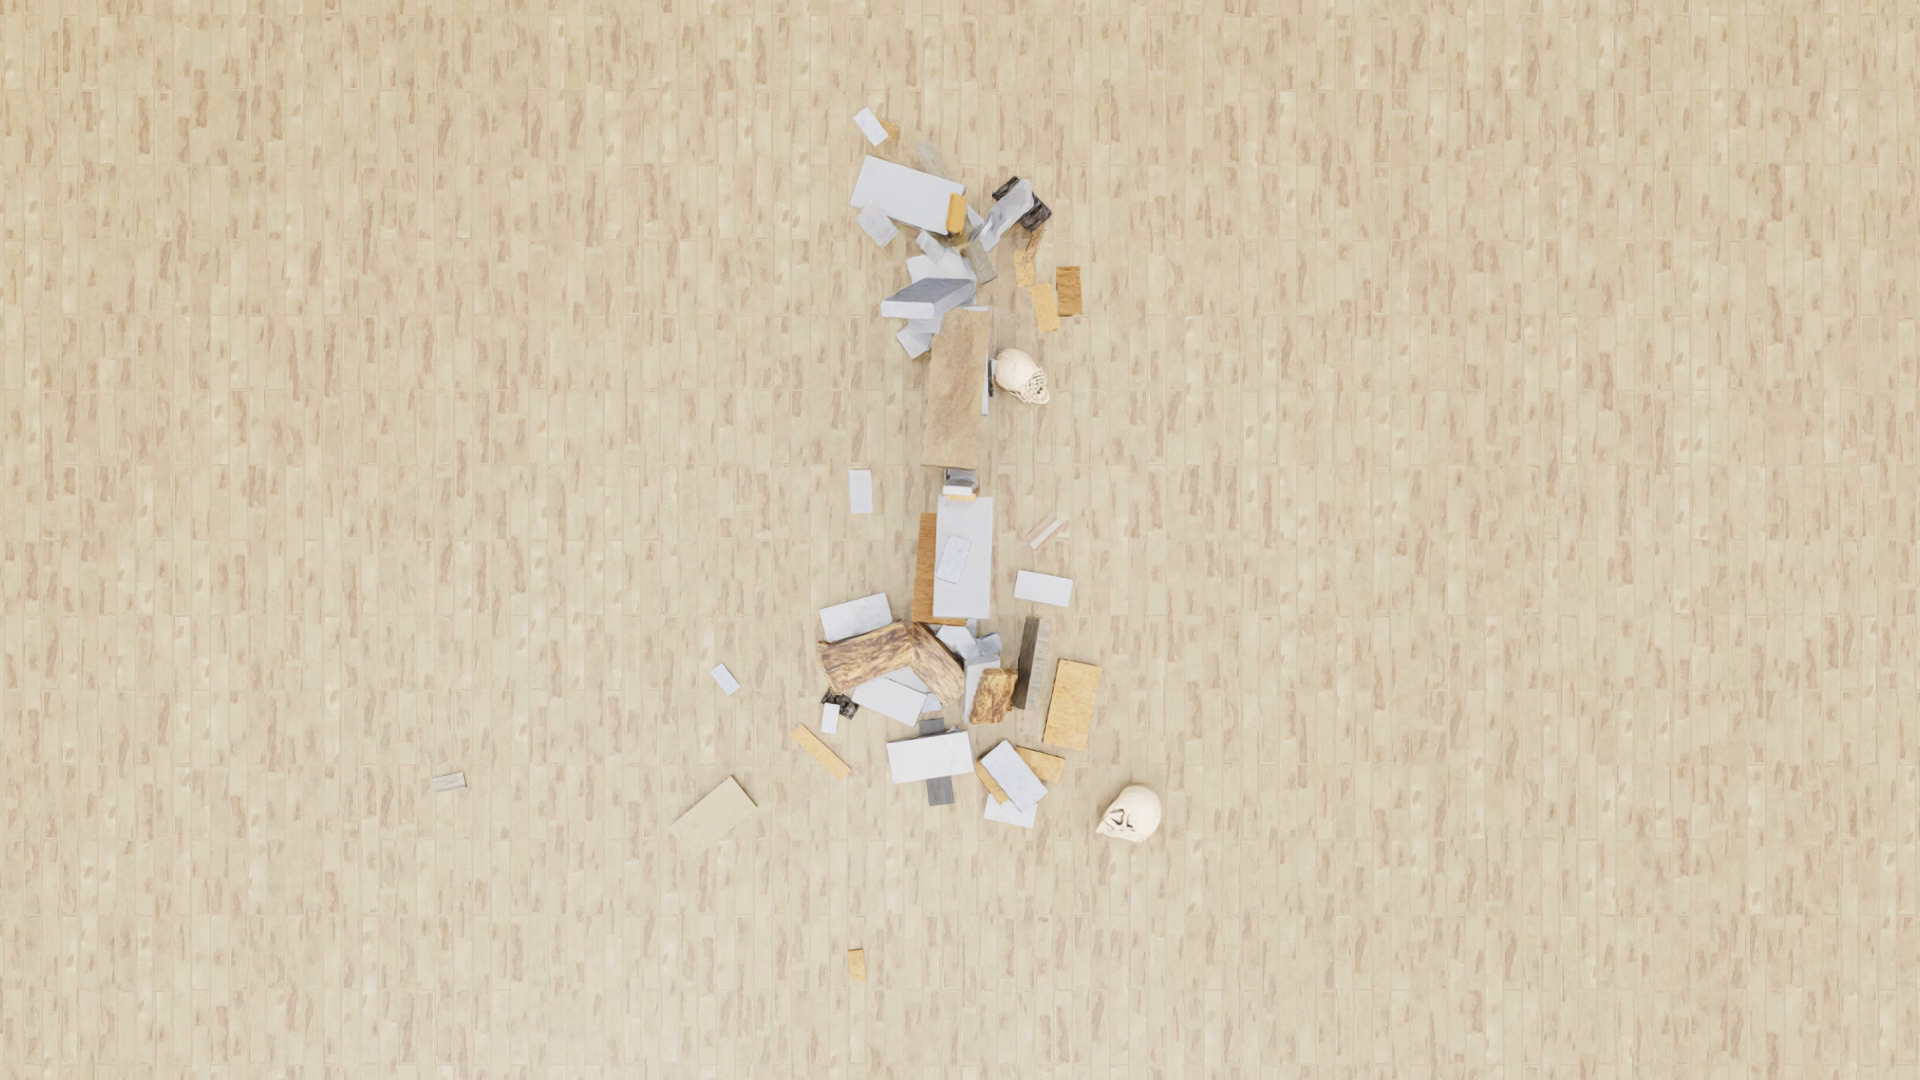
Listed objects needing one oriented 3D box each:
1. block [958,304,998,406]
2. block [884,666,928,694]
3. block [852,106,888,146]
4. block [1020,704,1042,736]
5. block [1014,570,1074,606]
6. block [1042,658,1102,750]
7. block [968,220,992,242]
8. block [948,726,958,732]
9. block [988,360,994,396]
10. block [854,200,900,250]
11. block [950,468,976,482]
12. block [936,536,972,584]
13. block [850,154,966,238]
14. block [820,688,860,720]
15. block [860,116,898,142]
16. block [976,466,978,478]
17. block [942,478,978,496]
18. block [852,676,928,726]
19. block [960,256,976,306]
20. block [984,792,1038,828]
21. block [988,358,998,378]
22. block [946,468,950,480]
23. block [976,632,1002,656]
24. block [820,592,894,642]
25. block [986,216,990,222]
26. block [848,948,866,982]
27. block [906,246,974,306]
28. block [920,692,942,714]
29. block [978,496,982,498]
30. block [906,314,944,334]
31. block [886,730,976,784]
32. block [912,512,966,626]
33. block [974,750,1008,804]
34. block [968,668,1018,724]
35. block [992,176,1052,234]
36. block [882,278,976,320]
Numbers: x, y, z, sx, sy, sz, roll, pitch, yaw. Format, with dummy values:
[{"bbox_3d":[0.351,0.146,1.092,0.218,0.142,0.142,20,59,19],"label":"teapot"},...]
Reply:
[{"bbox_3d":[0.020,-0.594,5.403,0.174,0.049,0.347,5,95,-3],"label":"block"},{"bbox_3d":[-0.200,0.413,5.484,0.227,0.032,0.113,23,90,0],"label":"block"},{"bbox_3d":[-0.294,-1.354,5.403,0.059,0.017,0.118,-36,111,6],"label":"block"},{"bbox_3d":[0.236,0.596,5.493,0.052,0.015,0.104,11,90,0],"label":"block"},{"bbox_3d":[0.277,0.161,5.487,0.184,0.026,0.092,10,90,0],"label":"block"},{"bbox_3d":[0.372,0.546,5.480,0.142,0.040,0.284,11,90,0],"label":"block"},{"bbox_3d":[0.064,-1.004,5.377,0.015,0.106,0.053,40,73,-17],"label":"block"},{"bbox_3d":[-0.038,0.678,5.468,0.060,0.017,0.120,43,90,0],"label":"block"},{"bbox_3d":[0.075,-0.523,5.359,0.059,0.017,0.118,-4,96,-2],"label":"block"},{"bbox_3d":[-0.272,-1.030,5.393,0.080,0.023,0.159,-46,58,12],"label":"block"},{"bbox_3d":[0.013,-0.267,5.316,0.084,0.024,0.167,2,58,-1],"label":"block"},{"bbox_3d":[-0.020,0.063,5.252,0.071,0.020,0.142,18,82,3],"label":"block"},{"bbox_3d":[-0.172,-1.134,5.449,0.347,0.049,0.174,19,90,9],"label":"block"},{"bbox_3d":[-0.399,0.545,5.492,0.120,0.017,0.060,31,90,0],"label":"block"},{"bbox_3d":[-0.267,-1.367,5.471,0.118,0.017,0.059,22,84,18],"label":"block"},{"bbox_3d":[0.010,-0.253,5.450,0.098,0.028,0.196,1,111,0],"label":"block"},{"bbox_3d":[0.002,-0.174,5.268,0.091,0.182,0.026,4,102,6],"label":"block"},{"bbox_3d":[-0.234,0.523,5.472,0.227,0.032,0.113,22,90,6],"label":"block"},{"bbox_3d":[0.007,-0.848,5.487,0.095,0.027,0.189,3,90,0],"label":"block"},{"bbox_3d":[0.169,0.900,5.488,0.167,0.024,0.083,12,90,0],"label":"block"},{"bbox_3d":[0.072,-0.528,5.377,0.068,0.019,0.137,14,95,-4],"label":"block"},{"bbox_3d":[0.006,-0.156,5.410,0.098,0.028,0.196,0,83,0],"label":"block"},{"bbox_3d":[0.075,0.356,5.443,0.130,0.018,0.065,-23,113,-22],"label":"block"},{"bbox_3d":[-0.344,0.257,5.484,0.227,0.032,0.113,-15,90,0],"label":"block"},{"bbox_3d":[0.149,-1.079,5.492,0.119,0.017,0.059,-35,90,0],"label":"block"},{"bbox_3d":[-0.343,1.416,5.493,0.050,0.014,0.101,-6,90,0],"label":"block"},{"bbox_3d":[-0.046,-0.779,5.447,0.174,0.049,0.347,-16,91,-1],"label":"block"},{"bbox_3d":[-0.124,0.544,5.492,0.120,0.017,0.060,-10,90,0],"label":"block"},{"bbox_3d":[0.015,-0.054,5.486,0.098,0.028,0.196,5,90,0],"label":"block"},{"bbox_3d":[-0.110,-0.686,5.224,0.121,0.017,0.060,5,84,29],"label":"block"},{"bbox_3d":[-0.096,0.714,5.441,0.271,0.038,0.135,-9,94,6],"label":"block"},{"bbox_3d":[-0.053,0.095,5.333,0.177,0.050,0.355,5,81,1],"label":"block"},{"bbox_3d":[0.115,0.788,5.473,0.083,0.023,0.166,-36,84,-11],"label":"block"},{"bbox_3d":[0.107,0.511,5.382,0.112,0.032,0.223,0,130,-20],"label":"block"},{"bbox_3d":[0.205,-1.107,5.443,0.098,0.028,0.196,-39,64,-3],"label":"block"},{"bbox_3d":[-0.097,-0.768,5.230,0.174,0.348,0.049,6,113,21],"label":"block"}]
